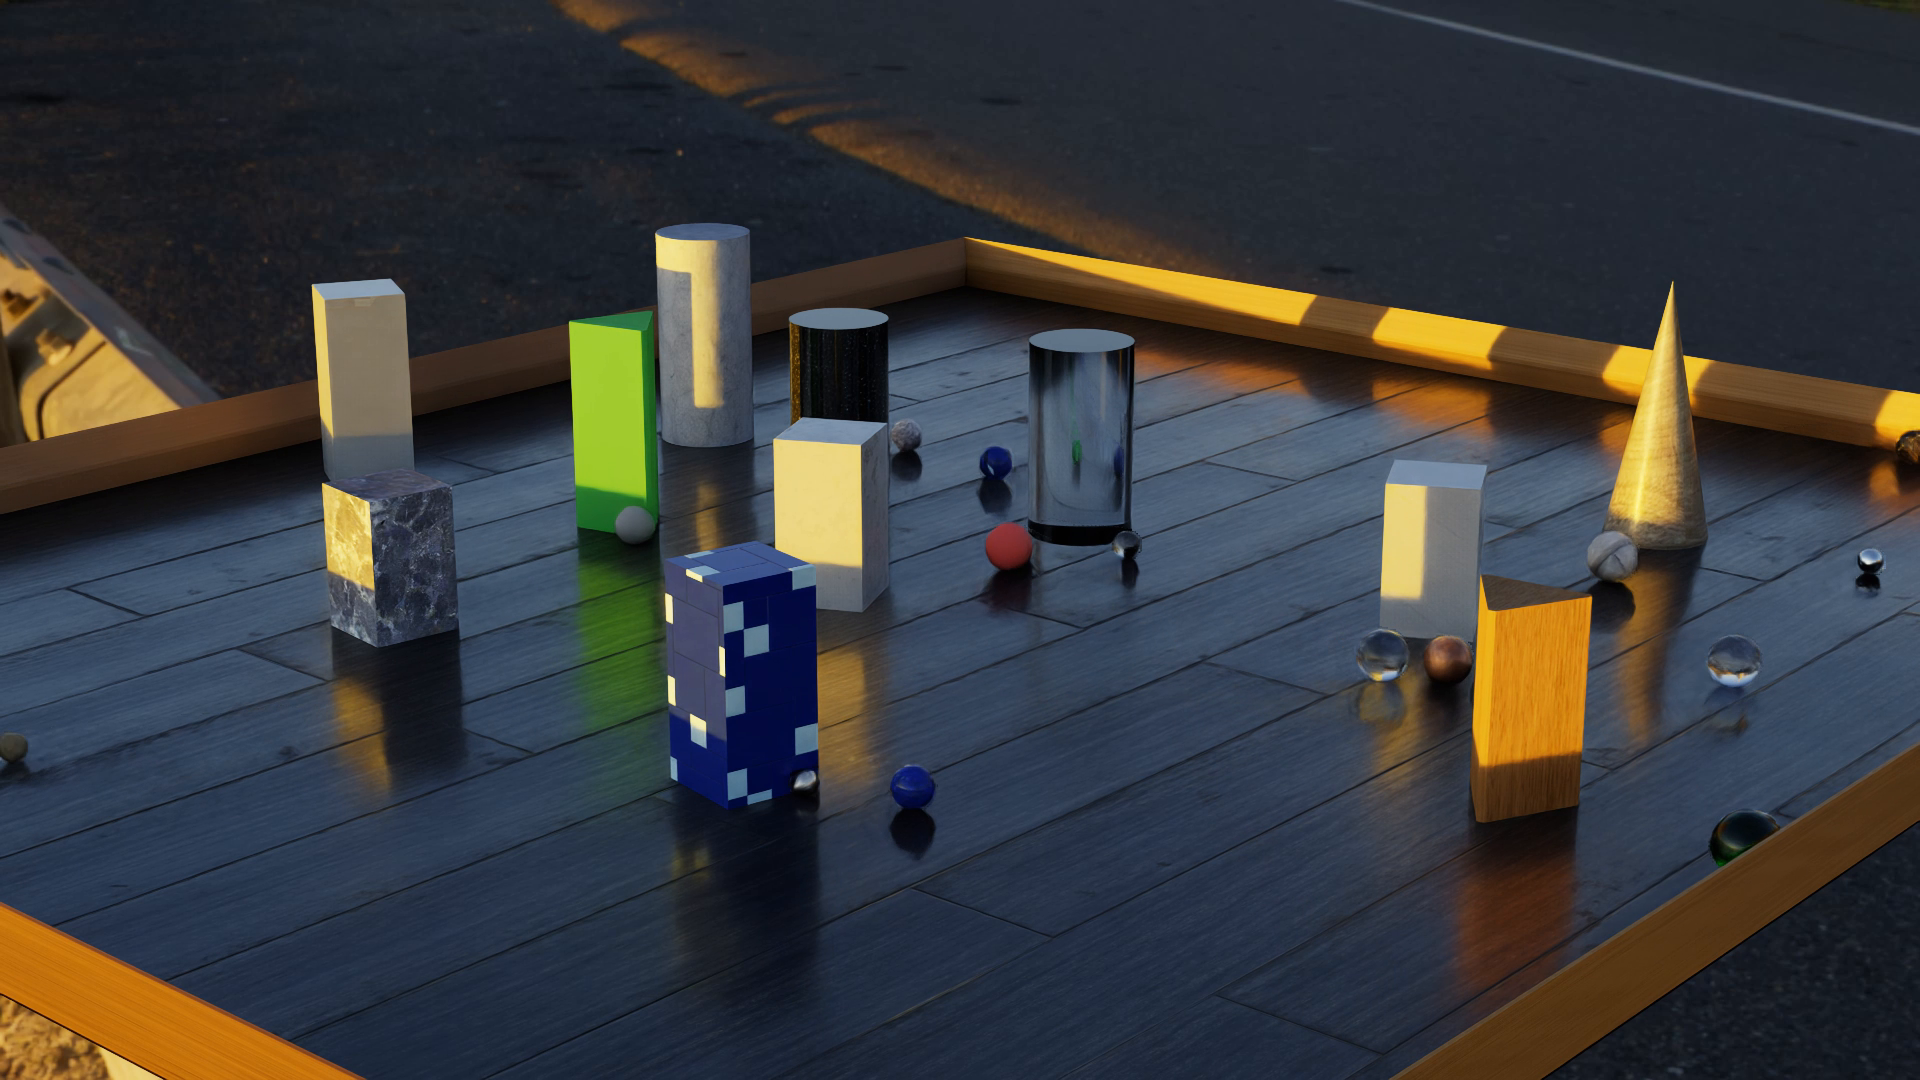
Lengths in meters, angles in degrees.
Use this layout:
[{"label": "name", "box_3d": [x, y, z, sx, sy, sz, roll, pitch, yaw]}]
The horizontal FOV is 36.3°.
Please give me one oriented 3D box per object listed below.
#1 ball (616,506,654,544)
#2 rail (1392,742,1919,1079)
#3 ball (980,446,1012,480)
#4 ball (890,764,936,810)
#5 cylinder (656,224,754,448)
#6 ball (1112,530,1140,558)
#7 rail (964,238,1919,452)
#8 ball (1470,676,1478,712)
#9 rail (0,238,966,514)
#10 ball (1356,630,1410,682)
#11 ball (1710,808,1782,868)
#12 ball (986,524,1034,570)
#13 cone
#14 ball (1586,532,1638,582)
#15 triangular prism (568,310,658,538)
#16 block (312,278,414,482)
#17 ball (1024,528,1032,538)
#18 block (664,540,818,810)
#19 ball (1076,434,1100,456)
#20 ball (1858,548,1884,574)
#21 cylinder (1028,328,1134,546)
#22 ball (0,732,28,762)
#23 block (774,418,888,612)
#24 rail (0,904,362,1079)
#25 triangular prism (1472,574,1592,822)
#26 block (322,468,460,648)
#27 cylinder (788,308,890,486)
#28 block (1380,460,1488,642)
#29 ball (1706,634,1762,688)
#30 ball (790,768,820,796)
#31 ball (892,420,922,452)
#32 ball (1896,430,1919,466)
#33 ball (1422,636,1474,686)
[{"label": "ball", "box_3d": [-0.600, -0.028, 5.415, 0.072, 0.072, 0.072, 0, 17, 0]}, {"label": "rail", "box_3d": [1.274, 0.351, 4.061, 0.045, 0.126, 3.975, 14, 22, 39]}, {"label": "ball", "box_3d": [0.072, -0.154, 5.842, 0.068, 0.068, 0.068, 0, 17, 0]}, {"label": "ball", "box_3d": [-0.067, 0.351, 4.172, 0.064, 0.064, 0.064, 0, 17, 0]}, {"label": "cylinder", "box_3d": [-0.531, -0.428, 6.116, 0.194, 0.434, 0.194, 0, 17, 0]}, {"label": "ball", "box_3d": [0.302, 0.009, 5.331, 0.051, 0.051, 0.051, 0, 17, 0]}, {"label": "rail", "box_3d": [1.288, -0.397, 6.540, 3.422, 0.126, 0.045, 14, 22, 39]}, {"label": "ball", "box_3d": [0.830, 0.238, 4.499, 0.092, 0.092, 0.092, 0, 17, 0]}, {"label": "rail", "box_3d": [-1.274, -0.288, 6.179, 0.045, 0.126, 3.975, 14, 22, 39]}, {"label": "ball", "box_3d": [0.676, 0.185, 4.687, 0.085, 0.085, 0.085, 0, 17, 0]}, {"label": "ball", "box_3d": [1.055, 0.408, 3.925, 0.097, 0.097, 0.097, 0, 17, 0]}, {"label": "ball", "box_3d": [0.088, 0.013, 5.257, 0.086, 0.086, 0.086, 0, 17, 0]}, {"label": "cone", "box_3d": [1.299, -0.242, 5.411, 0.194, 0.485, 0.194, 0, 17, 0]}, {"label": "ball", "box_3d": [1.156, 0.030, 5.192, 0.090, 0.090, 0.090, 0, 17, 0]}, {"label": "triangular prism", "box_3d": [-0.615, -0.222, 5.499, 0.168, 0.395, 0.146, 9, 19, 27]}, {"label": "block", "box_3d": [-1.182, -0.310, 5.812, 0.156, 0.382, 0.156, -6, 18, -20]}, {"label": "ball", "box_3d": [0.106, 0.003, 5.345, 0.053, 0.053, 0.053, 0, 17, 0]}, {"label": "block", "box_3d": [-0.314, 0.193, 4.229, 0.156, 0.335, 0.156, -12, 21, -35]}, {"label": "ball", "box_3d": [0.264, -0.195, 6.009, 0.049, 0.049, 0.049, 0, 17, 0]}, {"label": "ball", "box_3d": [1.628, 0.038, 5.242, 0.046, 0.046, 0.046, 0, 17, 0]}, {"label": "cylinder", "box_3d": [0.224, -0.192, 5.450, 0.194, 0.366, 0.194, 0, 17, 0]}, {"label": "ball", "box_3d": [-1.406, 0.307, 4.352, 0.044, 0.044, 0.044, 0, 17, 0]}, {"label": "block", "box_3d": [-0.222, -0.045, 5.084, 0.156, 0.297, 0.156, 5, 17, 15]}, {"label": "rail", "box_3d": [-1.288, 0.460, 3.700, 3.422, 0.126, 0.045, 14, 22, 39]}, {"label": "triangular prism", "box_3d": [0.779, 0.218, 4.181, 0.168, 0.313, 0.146, -7, 18, -23]}, {"label": "block", "box_3d": [-0.956, 0.027, 4.924, 0.156, 0.250, 0.156, -14, 22, -39]}, {"label": "cylinder", "box_3d": [-0.237, -0.271, 5.765, 0.194, 0.336, 0.194, 0, 17, 0]}, {"label": "block", "box_3d": [0.797, 0.016, 4.936, 0.156, 0.264, 0.156, 4, 17, 13]}, {"label": "ball", "box_3d": [1.231, 0.193, 4.661, 0.085, 0.085, 0.085, 0, 17, 0]}, {"label": "ball", "box_3d": [-0.223, 0.349, 4.219, 0.041, 0.041, 0.041, 0, 17, 0]}, {"label": "ball", "box_3d": [-0.109, -0.216, 6.050, 0.065, 0.065, 0.065, 0, 17, 0]}, {"label": "ball", "box_3d": [1.936, -0.188, 5.945, 0.073, 0.073, 0.073, 0, 17, 0]}, {"label": "ball", "box_3d": [0.778, 0.192, 4.674, 0.079, 0.079, 0.079, 0, 17, 0]}]
